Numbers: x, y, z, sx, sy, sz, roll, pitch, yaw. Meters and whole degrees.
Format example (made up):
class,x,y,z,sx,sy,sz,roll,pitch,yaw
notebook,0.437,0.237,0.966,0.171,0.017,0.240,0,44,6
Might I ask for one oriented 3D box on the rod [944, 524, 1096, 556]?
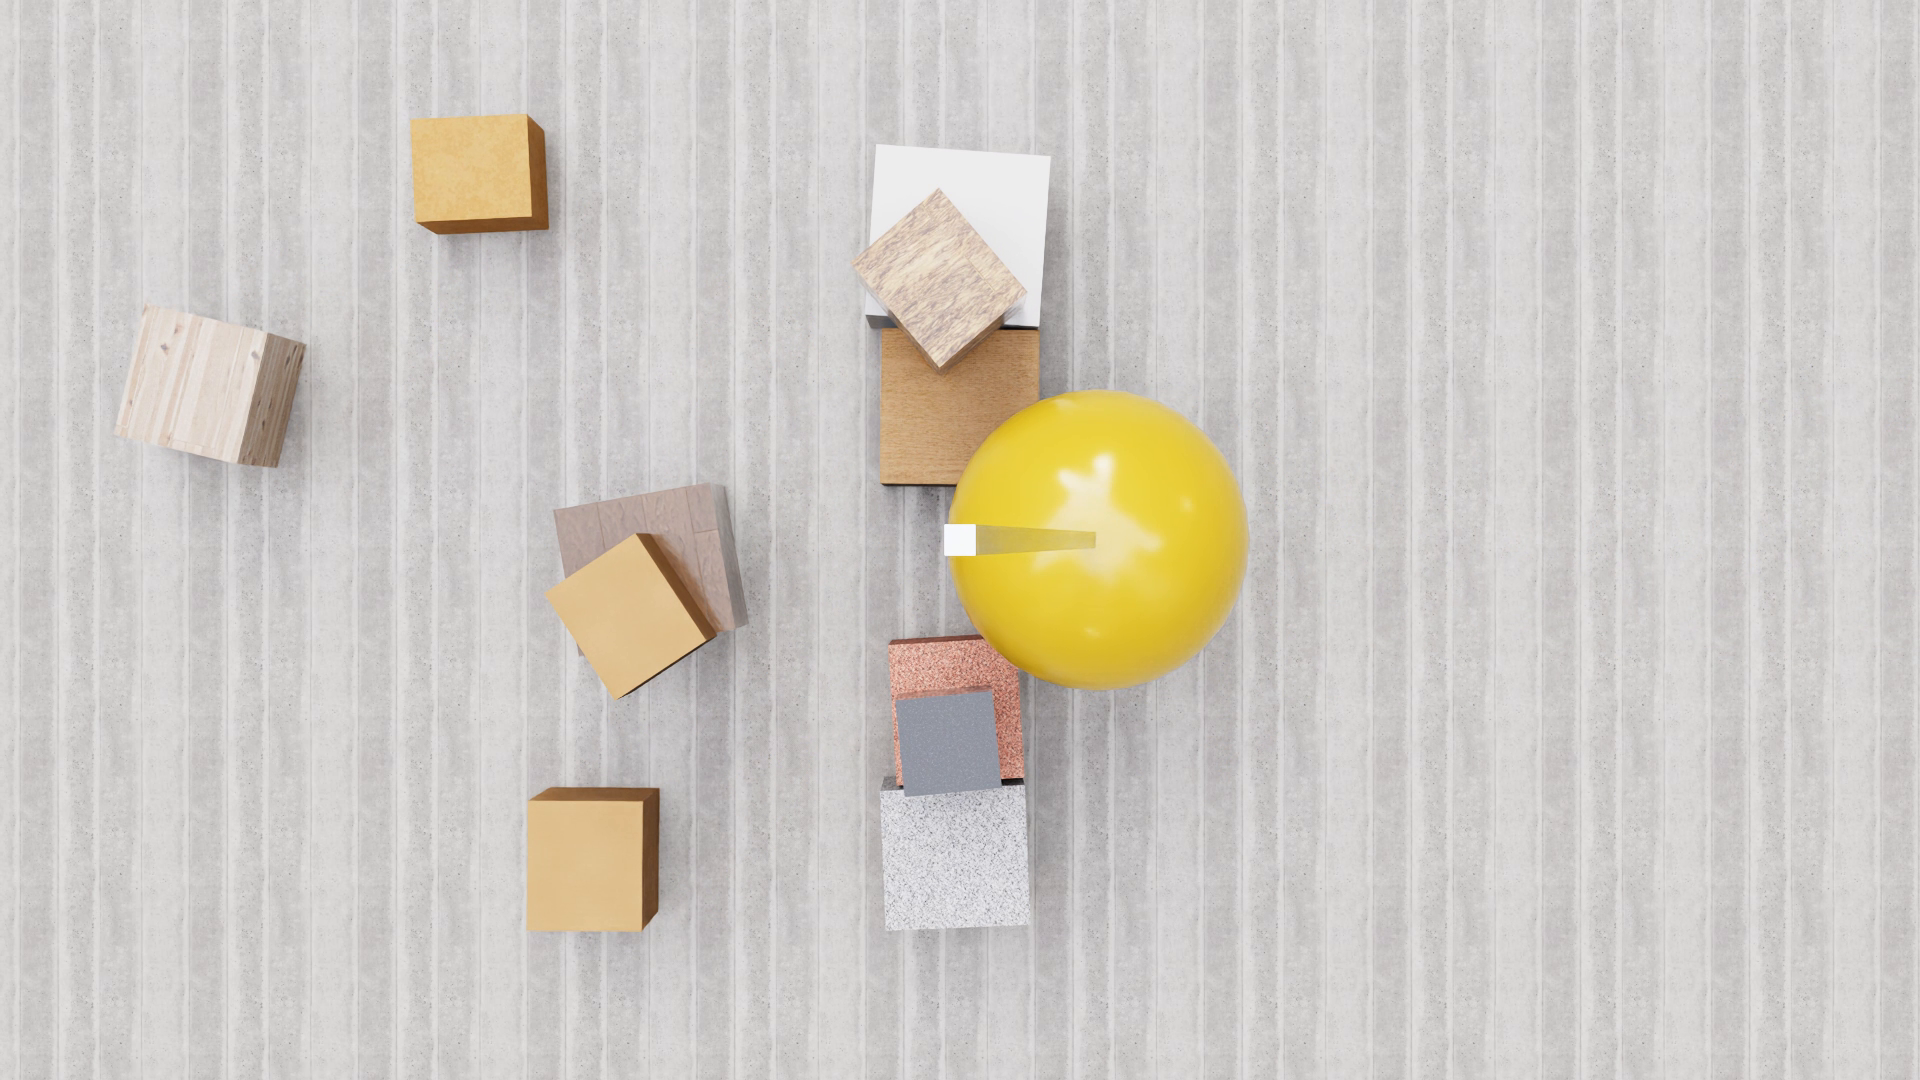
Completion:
class,x,y,z,sx,sy,sz,roll,pitch,yaw
rod,0.315,0.000,8.249,0.080,5.200,0.080,0,90,7

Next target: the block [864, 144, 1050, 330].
class,x,y,z,sx,sy,sz,roll,pitch,yaw
block,-0.013,-1.690,12.597,0.968,0.806,0.945,4,90,0

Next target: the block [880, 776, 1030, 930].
class,x,y,z,sx,sy,sz,roll,pitch,yaw
block,-0.026,1.769,12.619,0.806,0.763,0.777,-2,90,0

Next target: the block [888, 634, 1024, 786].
class,x,y,z,sx,sy,sz,roll,pitch,yaw
block,-0.020,0.959,12.652,0.717,0.697,0.785,-4,90,0

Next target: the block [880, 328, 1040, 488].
class,x,y,z,sx,sy,sz,roll,pitch,yaw
block,-0.001,-0.746,12.651,0.883,0.697,0.867,1,90,0

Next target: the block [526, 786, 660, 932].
class,x,y,z,sx,sy,sz,roll,pitch,yaw
block,-2.101,1.826,12.655,0.644,0.691,0.728,0,90,0

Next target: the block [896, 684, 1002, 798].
class,x,y,z,sx,sy,sz,roll,pitch,yaw
block,-0.062,1.092,12.032,0.522,0.543,0.520,-6,90,0

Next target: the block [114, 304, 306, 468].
class,x,y,z,sx,sy,sz,roll,pitch,yaw
block,-4.291,-0.873,12.633,0.704,0.733,0.753,13,90,0

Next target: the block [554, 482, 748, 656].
class,x,y,z,sx,sy,sz,roll,pitch,yaw
block,-1.754,0.164,12.606,0.883,0.788,0.828,-10,90,0

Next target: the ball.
class,x,y,z,sx,sy,sz,roll,pitch,yaw
ball,0.727,0.000,11.624,1.600,1.600,1.600,0,90,0

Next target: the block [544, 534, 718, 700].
class,x,y,z,sx,sy,sz,roll,pitch,yaw
block,-1.775,0.408,11.933,0.579,0.558,0.682,-33,90,0

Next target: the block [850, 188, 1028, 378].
class,x,y,z,sx,sy,sz,roll,pitch,yaw
block,-0.109,-1.368,11.822,0.605,0.743,0.716,-40,90,0

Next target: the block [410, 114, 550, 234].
class,x,y,z,sx,sy,sz,roll,pitch,yaw
block,-2.773,-2.111,12.734,0.662,0.532,0.583,-3,90,0
